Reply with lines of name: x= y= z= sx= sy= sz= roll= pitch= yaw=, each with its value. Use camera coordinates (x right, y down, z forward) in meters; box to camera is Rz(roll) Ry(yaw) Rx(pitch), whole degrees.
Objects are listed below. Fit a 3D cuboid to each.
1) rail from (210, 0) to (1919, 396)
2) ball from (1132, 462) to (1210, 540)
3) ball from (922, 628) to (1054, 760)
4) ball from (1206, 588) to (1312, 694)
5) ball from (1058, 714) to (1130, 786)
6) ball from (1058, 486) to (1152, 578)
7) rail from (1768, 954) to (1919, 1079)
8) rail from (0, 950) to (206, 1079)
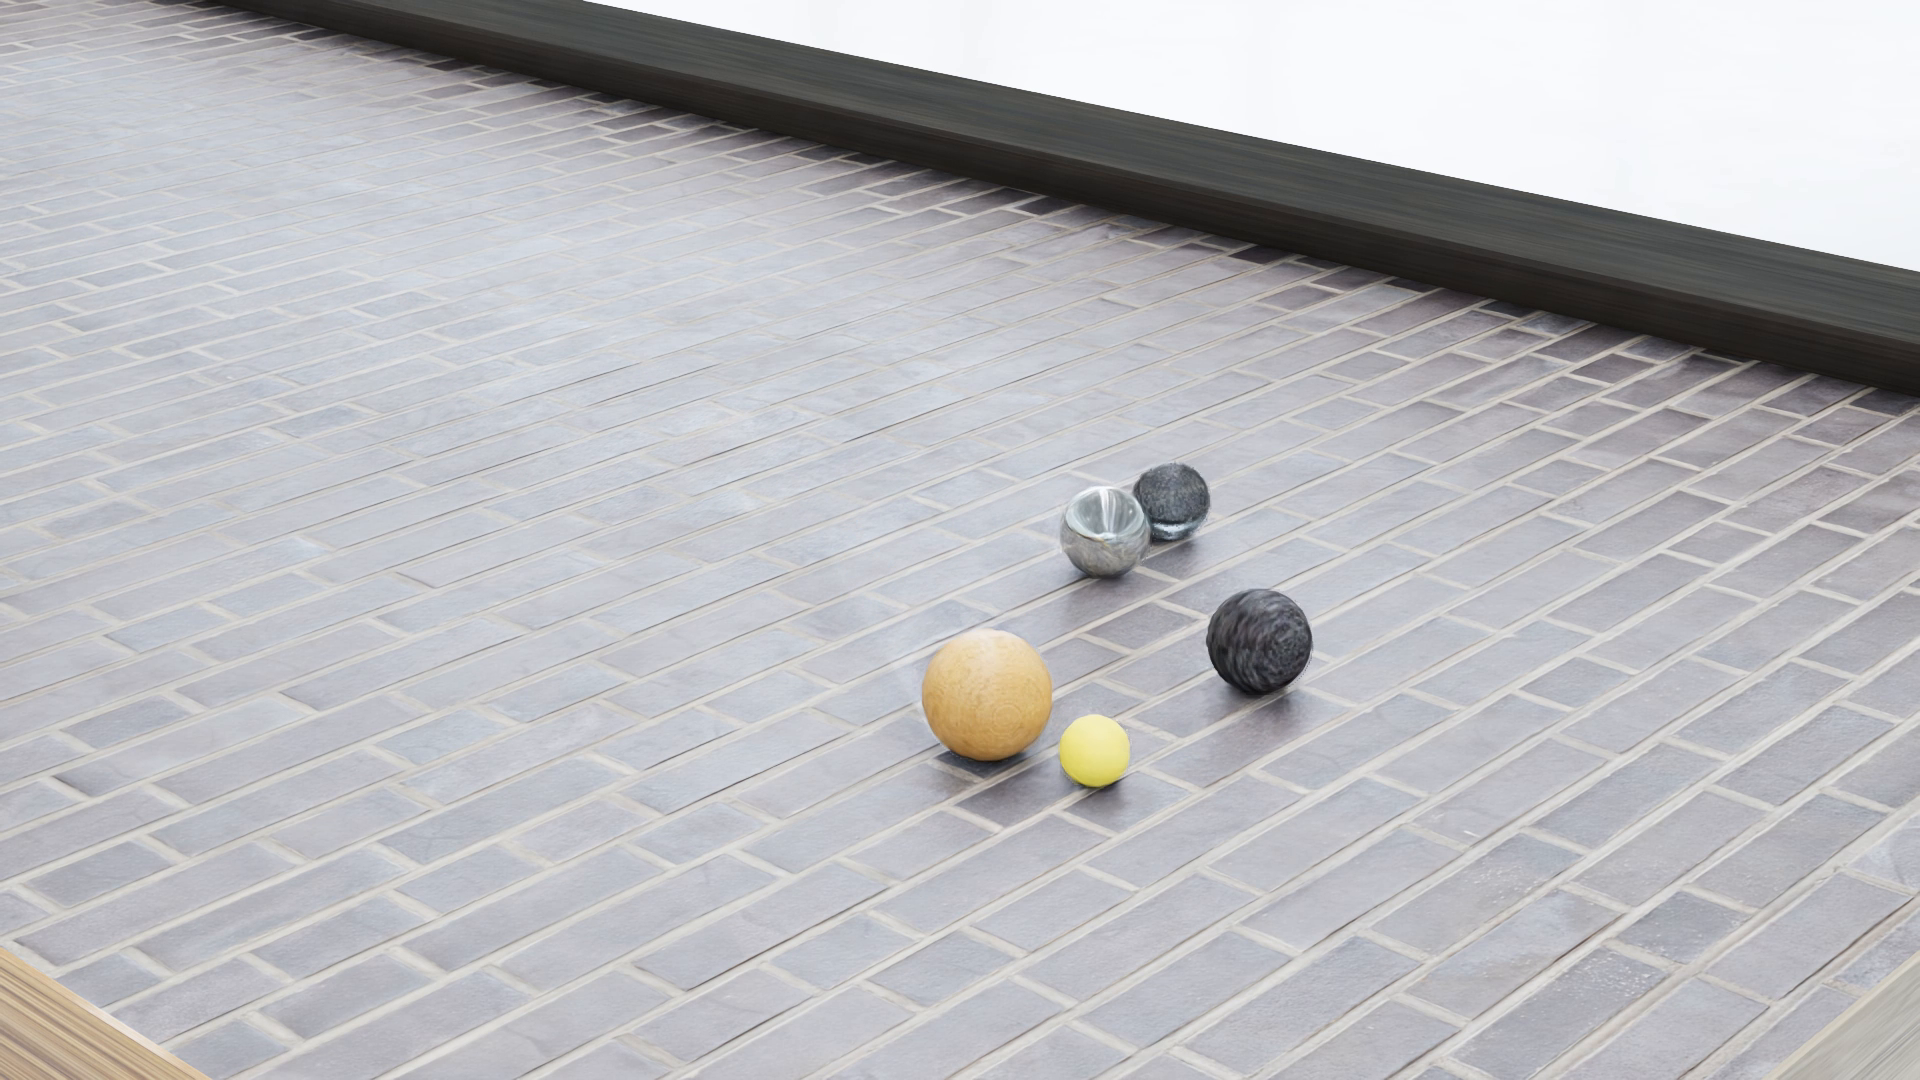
rail: x=-0.068 y=-0.553 z=3.878 sx=4.043 sy=0.130 sz=0.045 roll=19 pitch=28 yaw=39
ball: x=0.190 y=-0.035 z=2.657 sx=0.071 sy=0.071 sz=0.071 roll=0 pitch=22 yaw=0
ball: x=0.021 y=0.117 z=2.232 sx=0.100 sy=0.100 sz=0.100 roll=0 pitch=22 yaw=0
ball: x=0.239 y=0.080 z=2.347 sx=0.084 sy=0.084 sz=0.084 roll=0 pitch=22 yaw=0
ball: x=0.100 y=0.157 z=2.194 sx=0.054 sy=0.054 sz=0.054 roll=0 pitch=22 yaw=0
ball: x=0.127 y=-0.008 z=2.572 sx=0.081 sy=0.081 sz=0.081 roll=0 pitch=22 yaw=0
rail: x=0.729 y=0.218 z=1.935 sx=0.045 sy=0.130 sz=2.060 roll=19 pitch=28 yaw=39
rail: x=-1.425 y=-0.005 z=2.496 sx=4.043 sy=0.130 sz=0.045 roll=19 pitch=28 yaw=39
